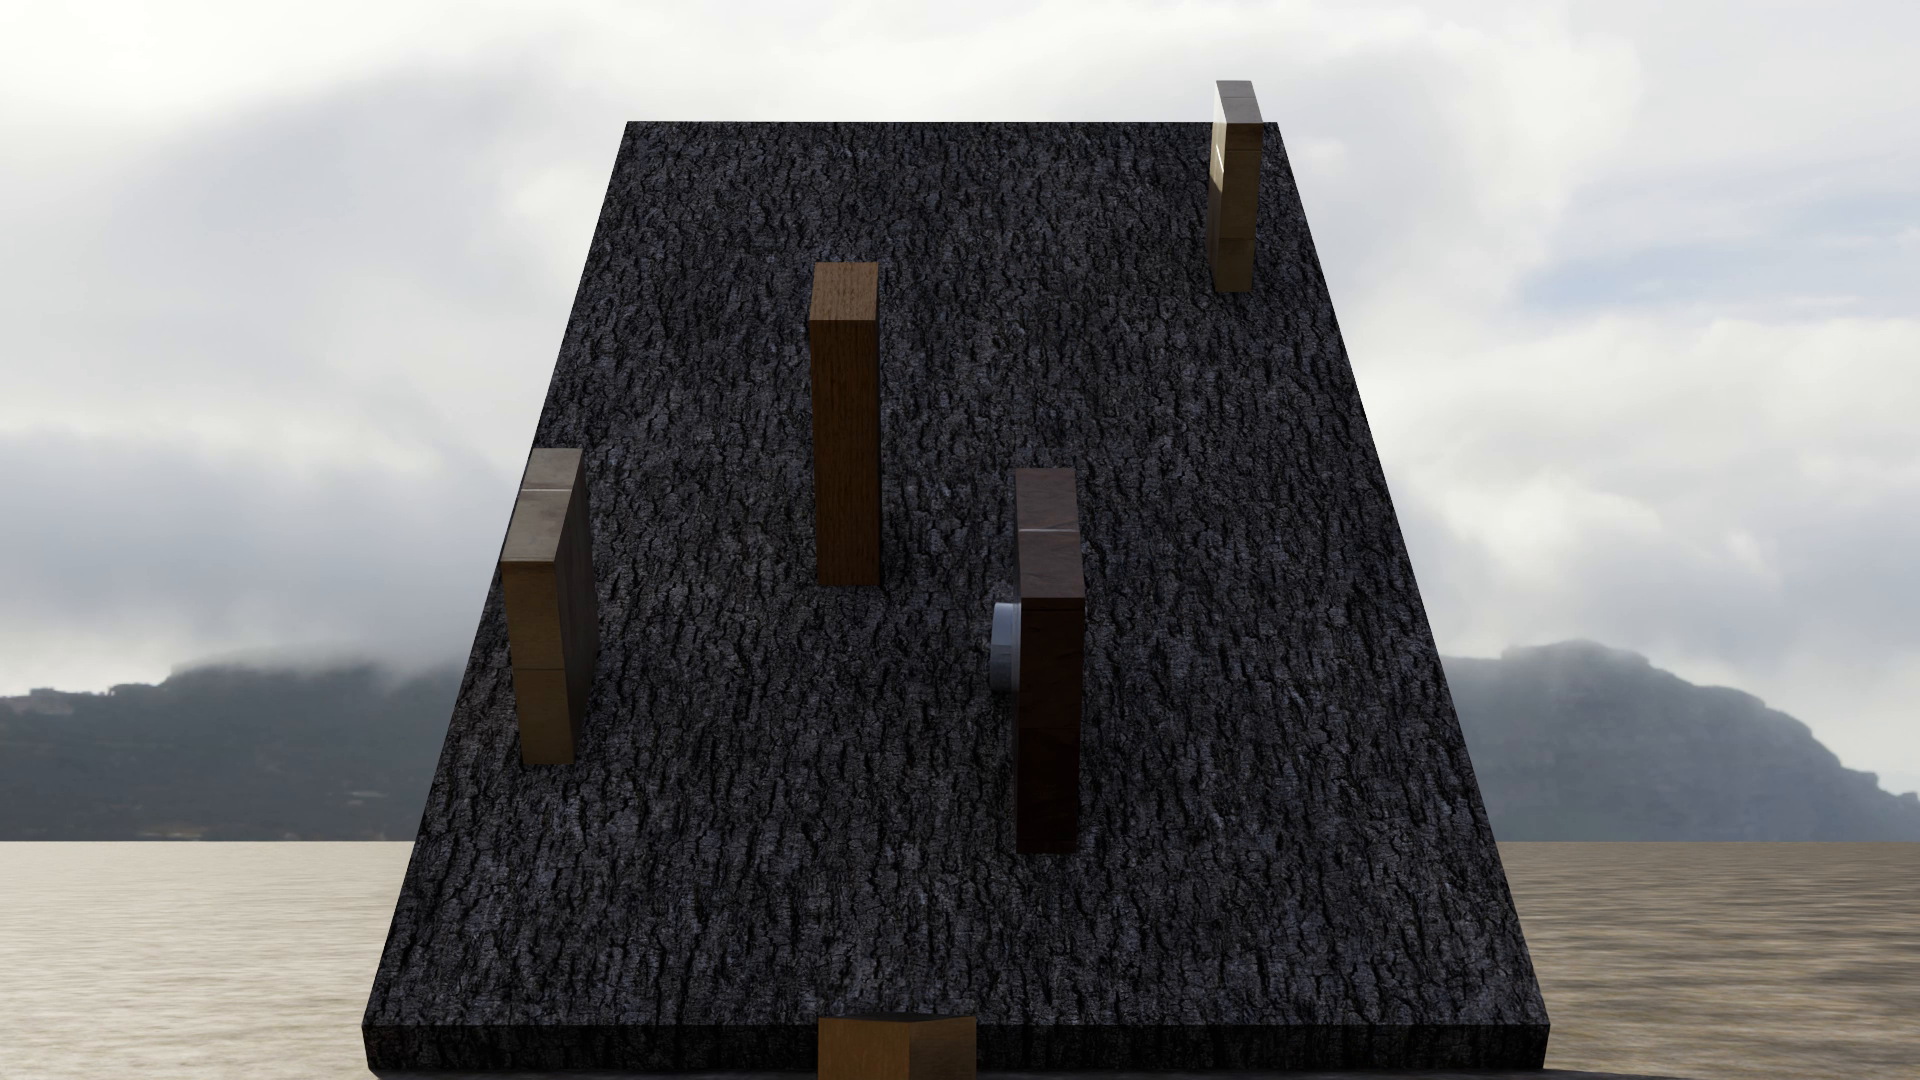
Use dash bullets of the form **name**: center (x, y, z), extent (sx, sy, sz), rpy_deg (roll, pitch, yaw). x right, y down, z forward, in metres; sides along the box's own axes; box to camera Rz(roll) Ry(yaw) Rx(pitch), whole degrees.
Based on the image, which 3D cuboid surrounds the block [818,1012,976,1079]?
- **block**: center (-0.084, 0.718, 3.281), extent (0.152, 0.152, 0.152), rpy_deg (-5, -8, 35)

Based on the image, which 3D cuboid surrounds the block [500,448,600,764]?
- **block**: center (-0.795, 0.126, 4.775), extent (0.098, 0.463, 0.419), rpy_deg (0, 32, 0)

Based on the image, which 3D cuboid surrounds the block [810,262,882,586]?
- **block**: center (-0.239, -0.245, 5.213), extent (0.133, 0.637, 0.272), rpy_deg (0, 32, 0)

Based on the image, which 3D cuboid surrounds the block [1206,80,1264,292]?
- **block**: center (0.728, -0.943, 6.500), extent (0.095, 0.478, 0.301), rpy_deg (0, 32, 0)

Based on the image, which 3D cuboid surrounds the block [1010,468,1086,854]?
- **block**: center (0.159, 0.221, 4.533), extent (0.110, 0.562, 0.445), rpy_deg (0, 32, 0)

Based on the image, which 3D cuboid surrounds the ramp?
- **ramp**: center (-0.015, -0.193, 5.832), extent (2.000, 0.100, 4.000), rpy_deg (0, 32, 0)

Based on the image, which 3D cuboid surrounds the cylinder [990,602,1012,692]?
- **cylinder**: center (0.156, 0.218, 4.904), extent (0.177, 0.177, 0.177), rpy_deg (3, -7, 5)
